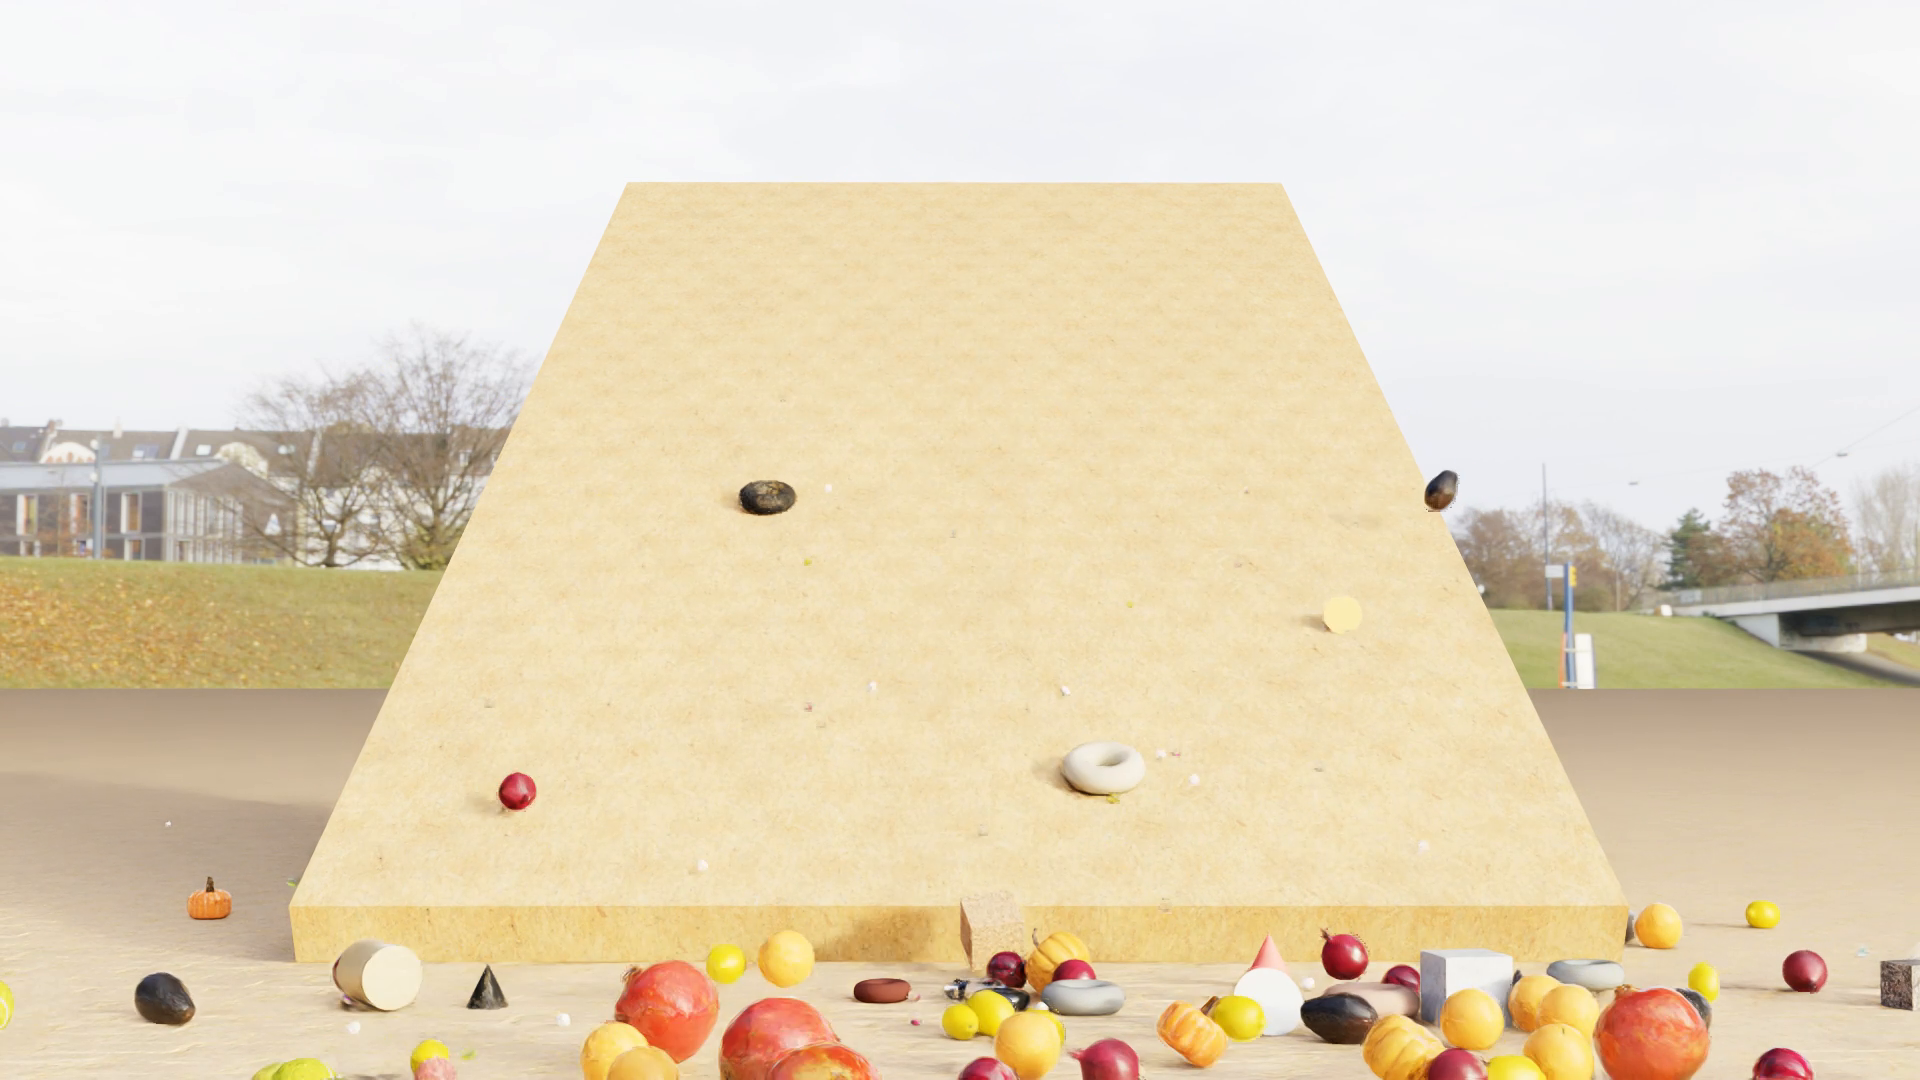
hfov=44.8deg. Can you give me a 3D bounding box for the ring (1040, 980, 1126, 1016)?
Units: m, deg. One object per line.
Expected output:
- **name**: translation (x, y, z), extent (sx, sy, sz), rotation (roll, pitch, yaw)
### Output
- **ring**: translation (0.158, 0.587, 2.990), extent (0.109, 0.036, 0.109), rotation (0, -2, 0)

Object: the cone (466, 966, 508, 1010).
- **cone**: translation (-0.615, 0.580, 3.032), extent (0.056, 0.056, 0.056), rotation (0, -3, 0)

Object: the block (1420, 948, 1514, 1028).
- **block**: translation (0.628, 0.556, 2.891), extent (0.086, 0.086, 0.086), rotation (1, -4, -10)

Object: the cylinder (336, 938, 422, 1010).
- **cylinder**: translation (-0.751, 0.561, 3.011), extent (0.082, 0.082, 0.082), rotation (3, -3, -38)

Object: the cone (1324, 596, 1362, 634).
- **cone**: translation (0.706, 0.139, 4.344), extent (0.072, 0.072, 0.072), rotation (0, -2, -3)

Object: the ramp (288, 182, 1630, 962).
- **ramp**: translation (-0.008, -0.228, 5.319), extent (2.000, 0.100, 4.000), rotation (0, 24, 0)

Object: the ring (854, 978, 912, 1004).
- **ring**: translation (-0.103, 0.599, 3.093), extent (0.077, 0.026, 0.077), rotation (-1, -3, 0)

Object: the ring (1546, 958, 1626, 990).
- **ring**: translation (0.866, 0.602, 3.226), extent (0.106, 0.035, 0.106), rotation (-1, -4, 0)

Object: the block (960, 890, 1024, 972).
- **block**: translation (0.045, 0.563, 3.365), extent (0.076, 0.076, 0.076), rotation (-7, 30, -11)

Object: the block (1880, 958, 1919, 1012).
- **block**: translation (1.240, 0.578, 3.028), extent (0.058, 0.058, 0.058), rotation (1, -4, -20)

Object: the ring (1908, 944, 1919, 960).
- **ring**: translation (1.342, 0.584, 3.197), extent (0.078, 0.078, 0.026), rotation (-1, -37, 18)

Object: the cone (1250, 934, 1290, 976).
- **cone**: translation (0.427, 0.581, 3.220), extent (0.077, 0.077, 0.077), rotation (0, -3, 0)

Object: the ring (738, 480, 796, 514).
- **ring**: translation (-0.401, -0.089, 4.837), extent (0.122, 0.041, 0.122), rotation (1, 24, -1)

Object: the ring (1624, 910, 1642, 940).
- **ring**: translation (1.044, 0.632, 3.827), extent (0.148, 0.049, 0.148), rotation (-1, -5, 0)

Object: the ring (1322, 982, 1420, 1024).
- **ring**: translation (0.516, 0.581, 2.928), extent (0.122, 0.041, 0.122), rotation (1, -4, 0)

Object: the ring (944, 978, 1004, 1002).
- **ring**: translation (0.020, 0.598, 3.095), extent (0.082, 0.027, 0.082), rotation (2, -7, 0)

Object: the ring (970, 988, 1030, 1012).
- **ring**: translation (0.052, 0.593, 3.003), extent (0.077, 0.026, 0.077), rotation (-1, -4, 0)

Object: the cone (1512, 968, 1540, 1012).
- **cone**: translation (0.706, 0.592, 2.999), extent (0.061, 0.061, 0.061), rotation (-28, -8, 8)

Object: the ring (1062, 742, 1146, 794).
- **ring**: translation (0.235, 0.372, 3.809), extent (0.136, 0.045, 0.136), rotation (0, 23, 0)
